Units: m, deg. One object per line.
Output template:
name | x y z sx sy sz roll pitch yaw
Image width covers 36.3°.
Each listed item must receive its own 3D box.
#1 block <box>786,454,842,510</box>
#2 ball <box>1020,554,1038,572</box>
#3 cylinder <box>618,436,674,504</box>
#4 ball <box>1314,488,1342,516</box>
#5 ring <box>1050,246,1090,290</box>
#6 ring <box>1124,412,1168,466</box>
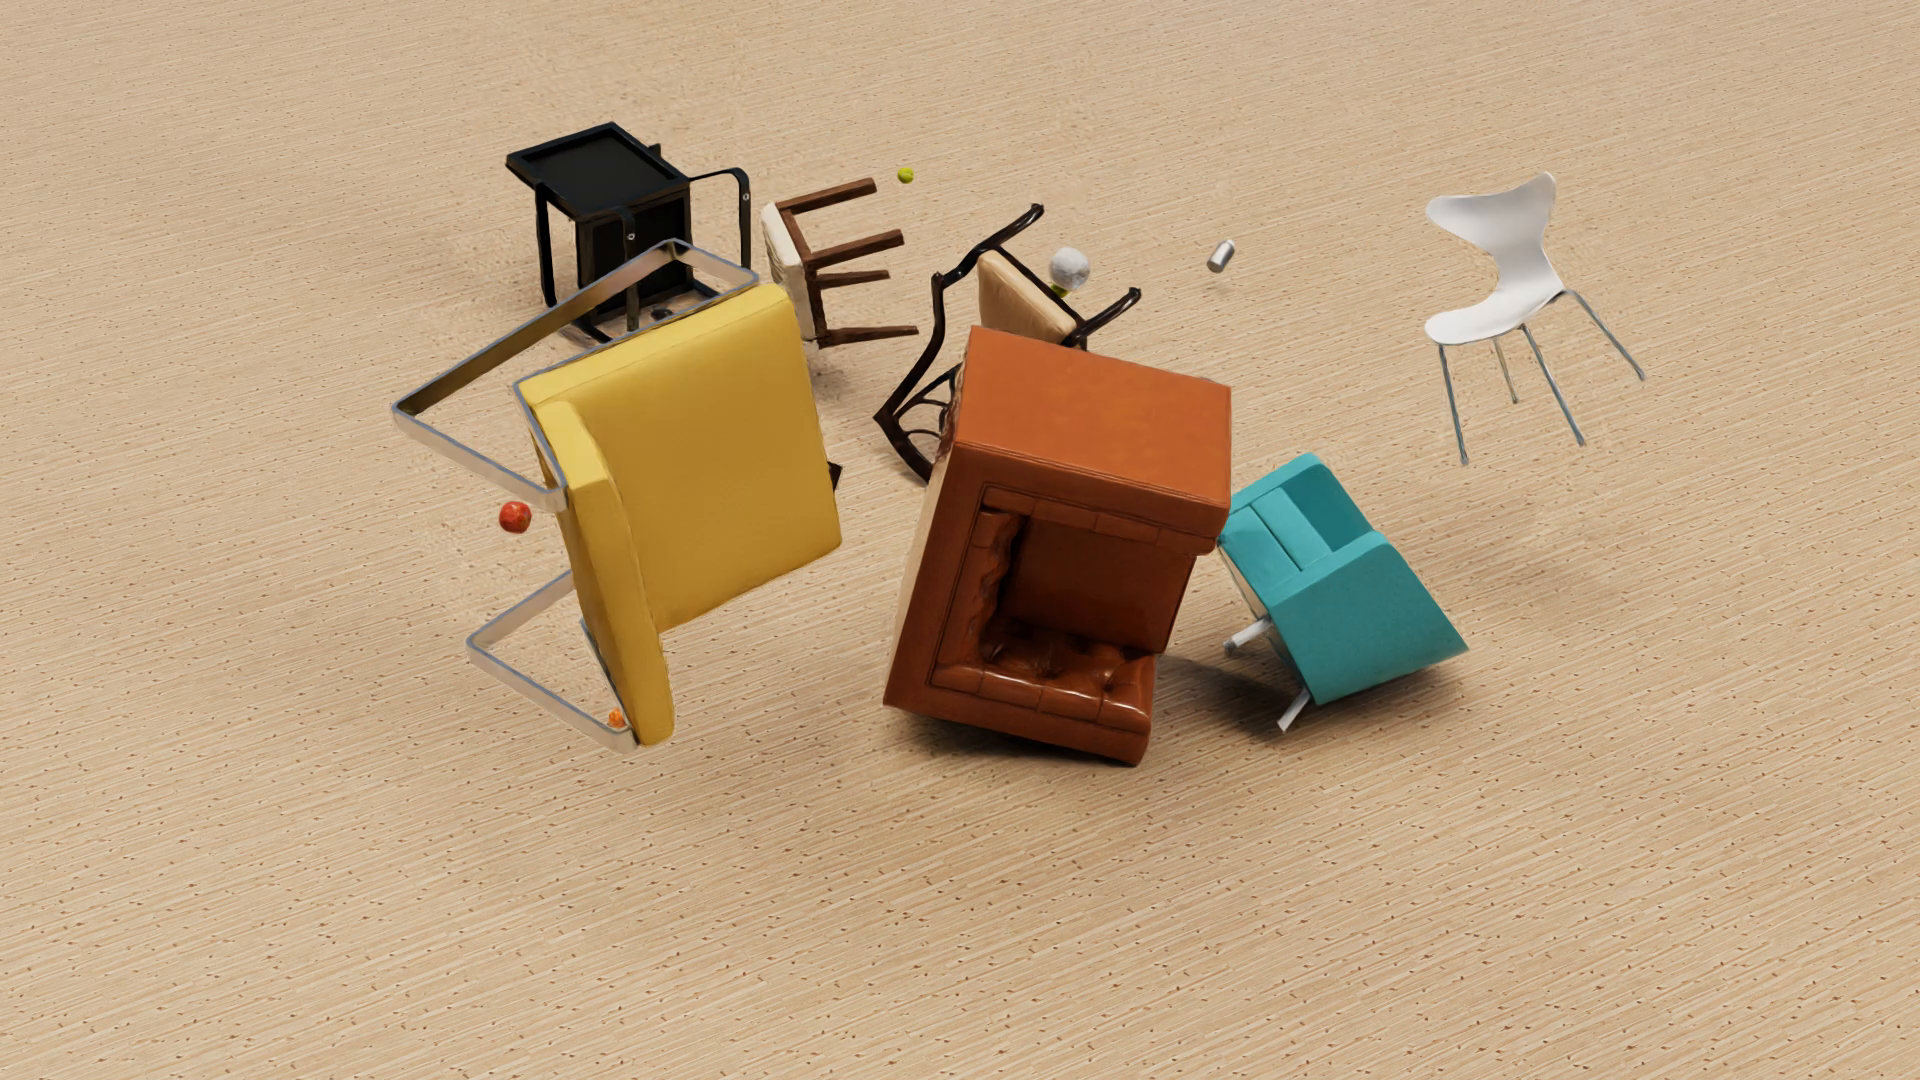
block | -0.491 -0.195 9.852 0.098 0.157 0.118 14 -4 42
ball | 0.250 0.085 10.755 0.066 0.066 0.066 0 33 0
cylinder | -1.187 -0.264 11.058 0.143 0.256 0.159 -26 6 -25
ball | 1.390 -0.146 11.072 0.104 0.104 0.104 0 33 0
ring | 0.434 -1.071 11.580 0.128 0.190 0.155 41 74 18
ring | 0.645 -0.350 10.194 0.109 0.233 0.122 -8 50 -29
